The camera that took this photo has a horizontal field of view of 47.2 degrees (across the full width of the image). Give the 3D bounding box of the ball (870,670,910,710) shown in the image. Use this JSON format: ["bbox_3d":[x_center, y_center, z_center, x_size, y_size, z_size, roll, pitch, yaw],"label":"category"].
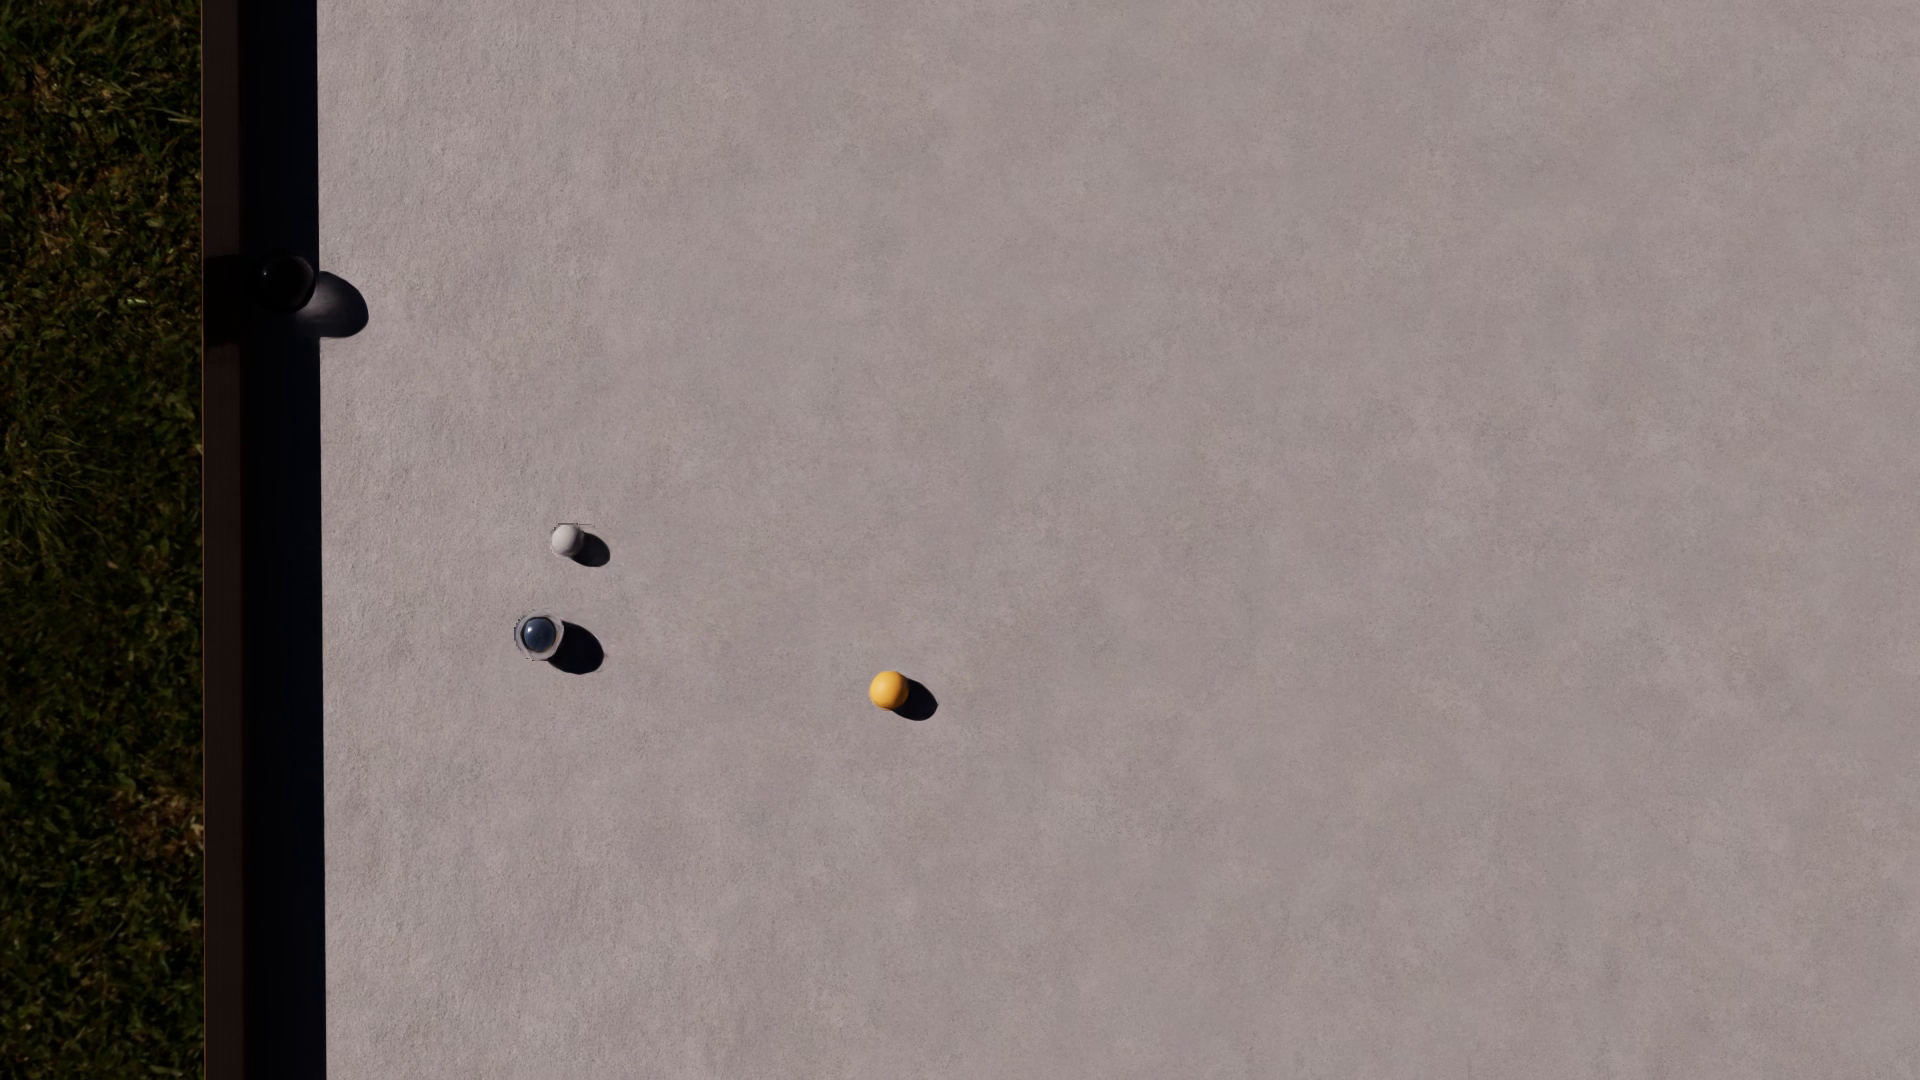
[{"bbox_3d":[-0.103,0.220,3.236,0.057,0.057,0.057,0,84,0],"label":"ball"}]

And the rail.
[{"bbox_3d":[-1.063,0.040,3.219,0.045,0.129,2.358,-2,84,0],"label":"rail"}]

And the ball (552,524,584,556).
[{"bbox_3d":[-0.582,0.000,3.265,0.049,0.049,0.049,0,84,0],"label":"ball"}]

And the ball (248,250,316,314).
[{"bbox_3d":[-1.013,-0.385,3.284,0.096,0.096,0.096,0,84,0],"label":"ball"}]

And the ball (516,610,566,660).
[{"bbox_3d":[-0.617,0.140,3.238,0.071,0.071,0.071,0,84,0],"label":"ball"}]
